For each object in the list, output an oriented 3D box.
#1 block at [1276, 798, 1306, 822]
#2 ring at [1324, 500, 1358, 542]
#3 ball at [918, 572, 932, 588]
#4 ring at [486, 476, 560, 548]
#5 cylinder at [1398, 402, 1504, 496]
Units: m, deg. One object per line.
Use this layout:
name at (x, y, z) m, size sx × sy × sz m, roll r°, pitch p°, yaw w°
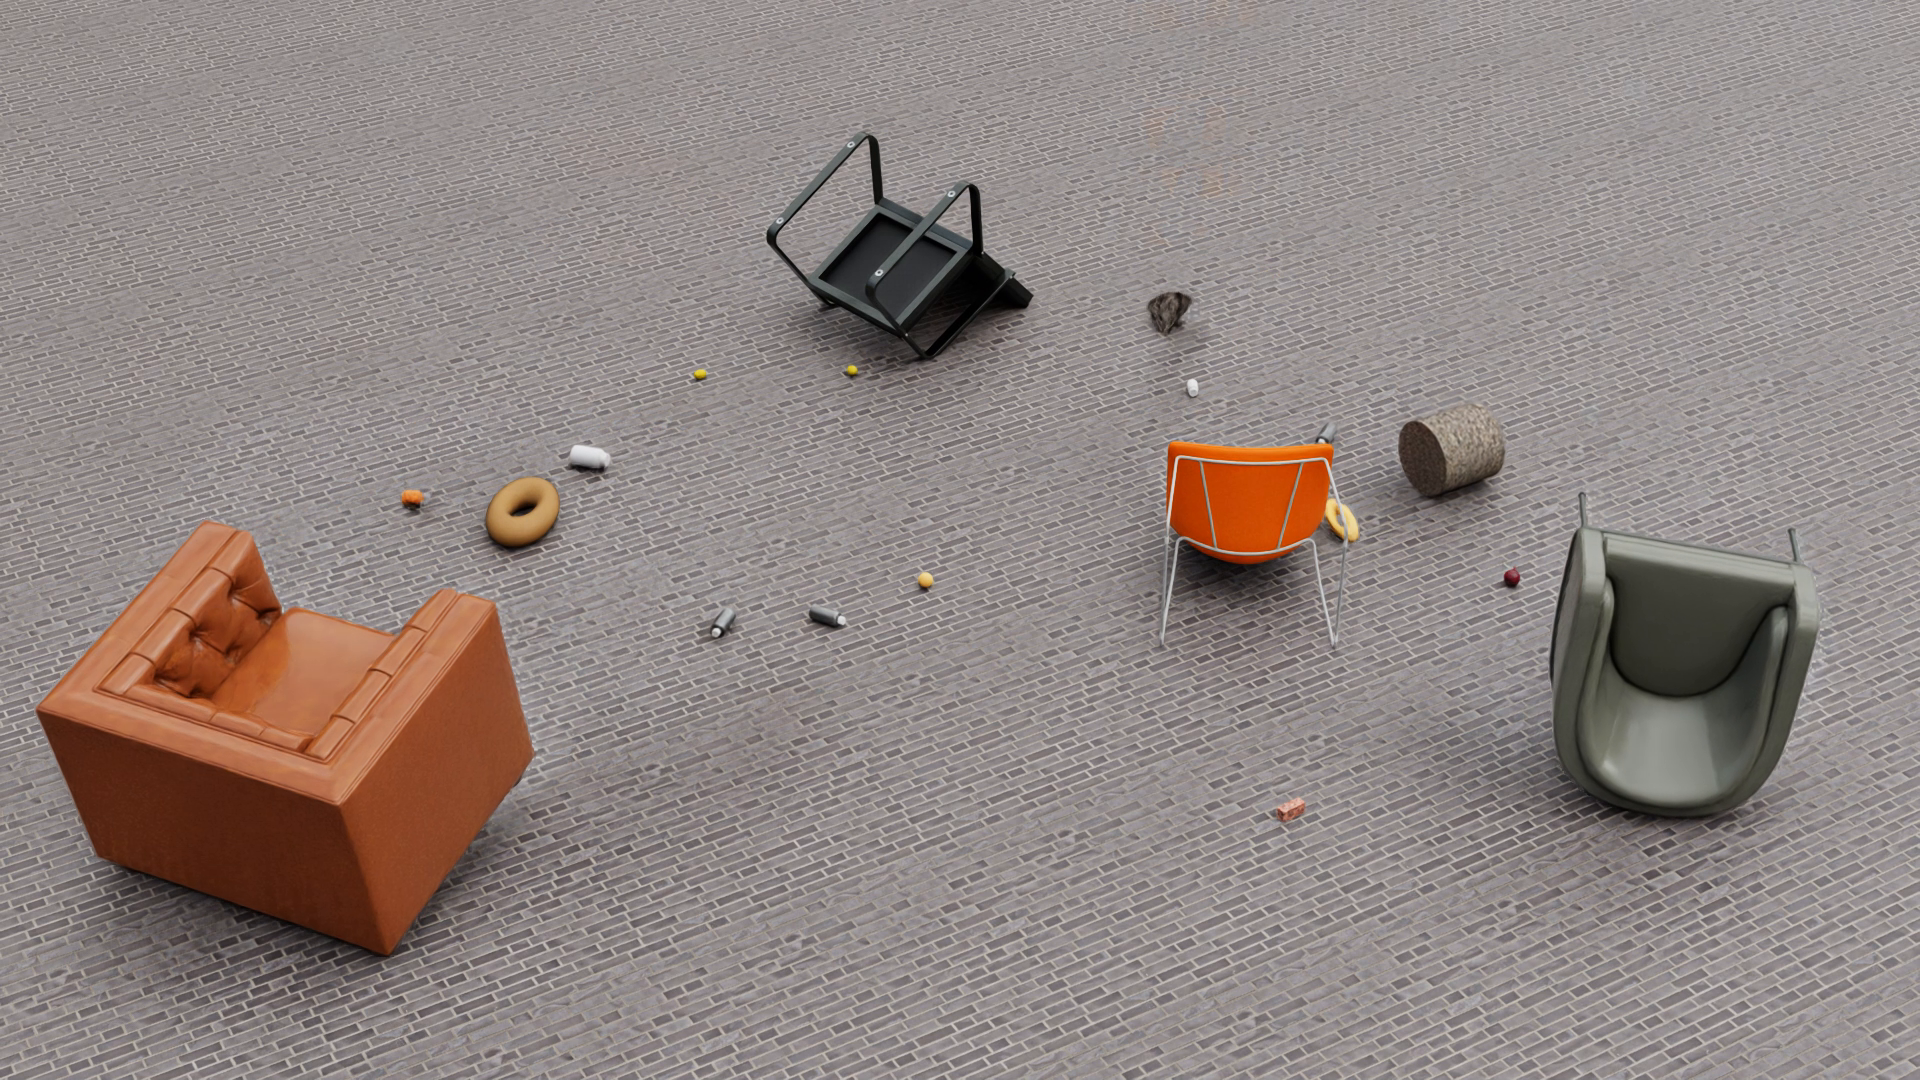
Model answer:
block at (1.080, 0.881, 9.571) m, size 0.091 × 0.041 × 0.034 m, roll -22°, pitch 39°, yaw -29°
ring at (1.426, -0.073, 10.969) m, size 0.095 × 0.057 × 0.213 m, roll -35°, pitch 52°, yaw 9°
ball at (-0.125, 0.146, 10.674) m, size 0.055 × 0.055 × 0.055 m, roll 0°, pitch 33°, yaw 0°
ring at (-1.642, -0.107, 11.014) m, size 0.266 × 0.104 × 0.413 m, roll 4°, pitch 34°, yaw 7°
cylinder at (1.878, -0.348, 11.203) m, size 0.278 × 0.296 × 0.297 m, roll -18°, pitch 60°, yaw -25°
